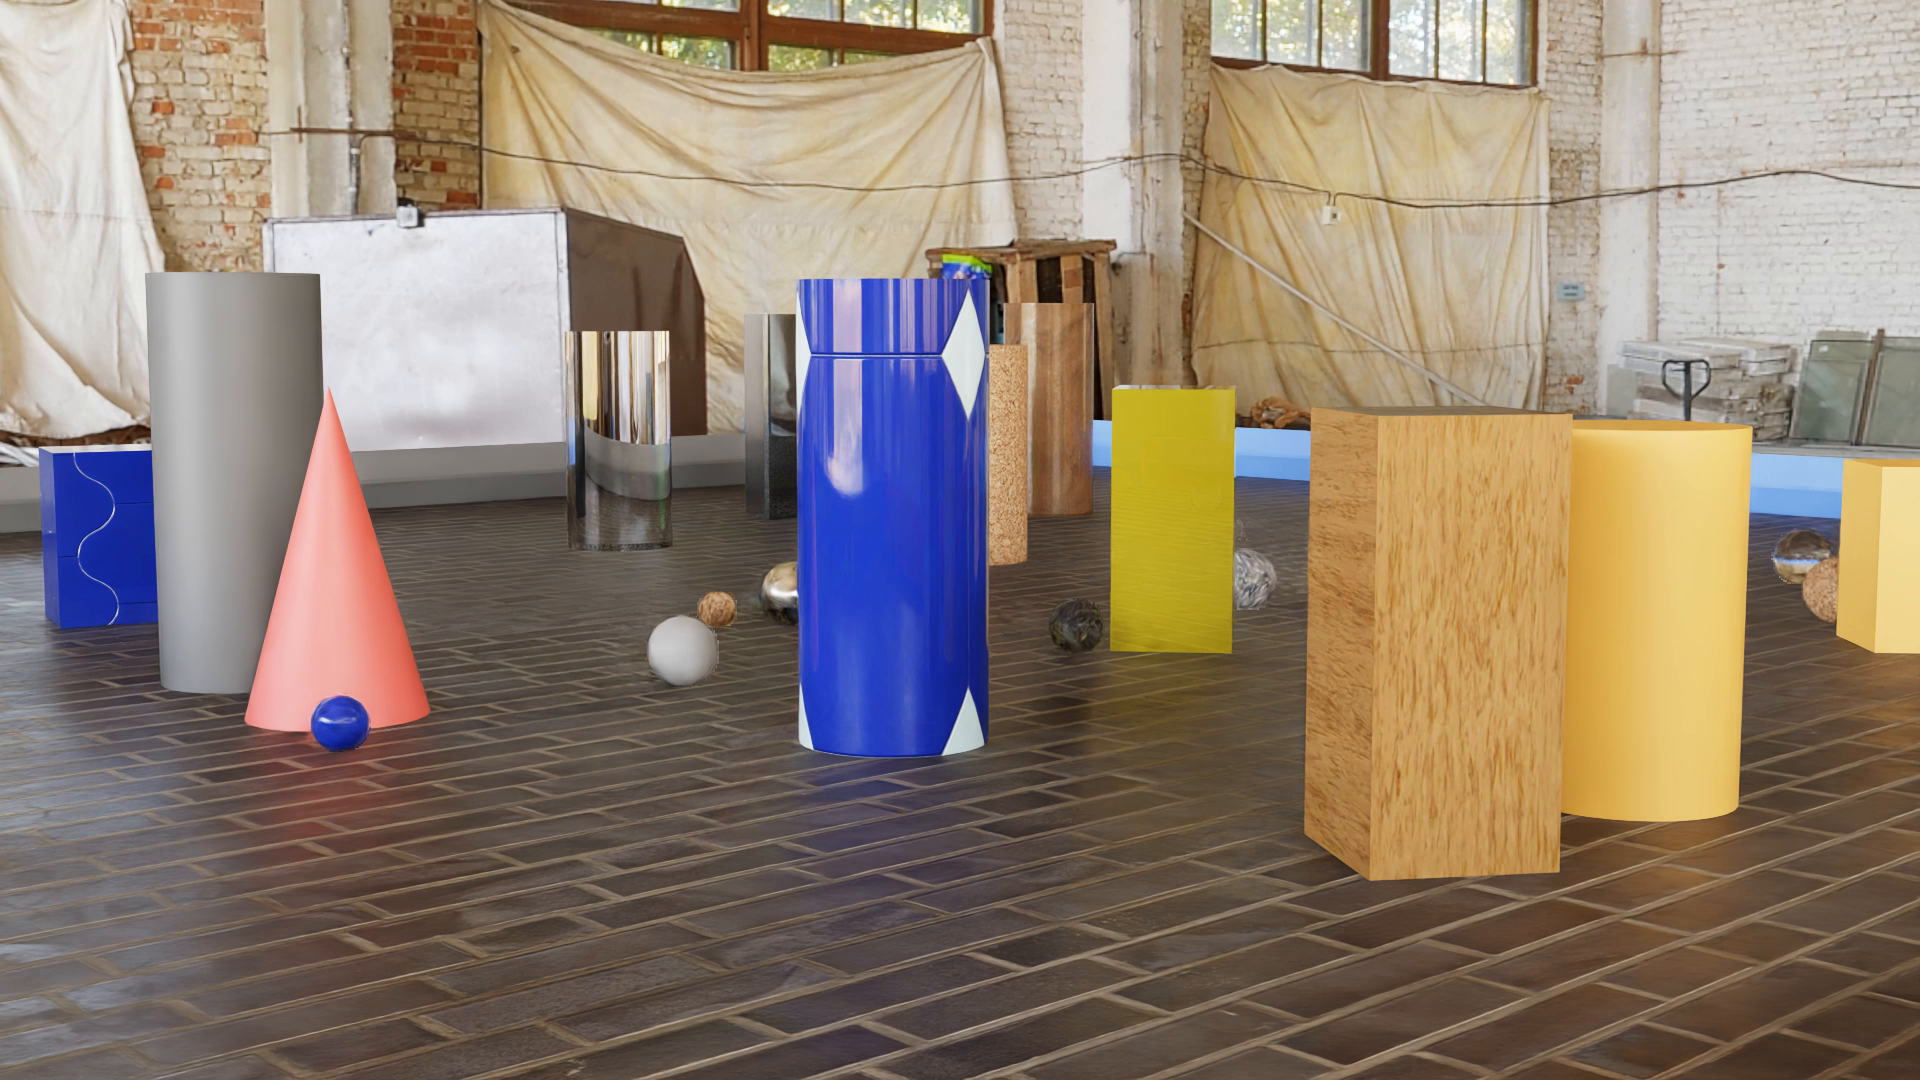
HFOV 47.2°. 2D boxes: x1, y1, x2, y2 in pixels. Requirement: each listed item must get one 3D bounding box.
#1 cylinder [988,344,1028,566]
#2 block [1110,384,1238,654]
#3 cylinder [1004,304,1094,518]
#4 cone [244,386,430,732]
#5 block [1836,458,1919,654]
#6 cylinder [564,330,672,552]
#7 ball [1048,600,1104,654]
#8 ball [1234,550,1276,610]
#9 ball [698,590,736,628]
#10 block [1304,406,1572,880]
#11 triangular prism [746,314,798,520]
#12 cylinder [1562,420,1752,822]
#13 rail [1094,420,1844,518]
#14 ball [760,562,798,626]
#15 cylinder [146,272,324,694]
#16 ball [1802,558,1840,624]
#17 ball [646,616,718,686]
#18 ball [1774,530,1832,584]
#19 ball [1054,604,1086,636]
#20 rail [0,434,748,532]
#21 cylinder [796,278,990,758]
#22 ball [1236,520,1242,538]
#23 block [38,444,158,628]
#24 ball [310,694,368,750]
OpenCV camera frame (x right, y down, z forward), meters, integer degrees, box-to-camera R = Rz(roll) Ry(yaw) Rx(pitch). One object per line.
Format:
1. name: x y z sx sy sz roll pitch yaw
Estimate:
1. cylinder: 0.022 -0.156 3.930 0.198 0.383 0.198 0 6 0
2. block: 0.287 -0.032 2.936 0.158 0.343 0.158 1 6 8
3. cylinder: 0.194 -0.289 4.832 0.198 0.461 0.198 0 6 0
4. cone: -0.687 0.012 2.413 0.198 0.364 0.198 0 6 0
5. block: 1.280 0.019 2.932 0.158 0.243 0.158 0 6 5
6. cylinder: -0.645 -0.191 4.157 0.198 0.406 0.198 0 6 0
7. ball: 0.151 0.113 2.858 0.071 0.071 0.071 0 6 0
8. ball: 0.428 0.059 3.288 0.089 0.089 0.089 0 6 0
9. ball: -0.342 0.097 3.102 0.052 0.052 0.052 0 6 0
10. block: 0.385 0.076 1.795 0.158 0.364 0.158 -1 6 -10
11. triangular prism: -0.412 -0.271 4.773 0.149 0.437 0.172 5 8 40
12. cylinder: 0.611 0.066 2.003 0.198 0.342 0.198 0 6 0
13. rail: 1.699 -0.129 4.891 0.045 0.129 4.209 -5 8 -42
14. ball: -0.236 0.076 3.109 0.092 0.092 0.092 0 6 0
15. cylinder: -0.863 -0.074 2.638 0.198 0.488 0.198 0 6 0
16. ball: 1.252 0.072 3.137 0.095 0.095 0.095 0 6 0
17. ball: -0.330 0.132 2.612 0.084 0.084 0.084 0 6 0
18. ball: 1.374 0.028 3.586 0.089 0.089 0.089 0 6 0
19. ball: 0.152 0.110 3.015 0.045 0.045 0.045 0 6 0
20. rail: -1.411 -0.125 4.853 4.671 0.129 0.045 -5 8 -42
21. cylinder: -0.069 -0.029 2.269 0.198 0.476 0.198 0 6 0
22. ball: 0.527 -0.021 4.278 0.043 0.043 0.043 0 6 0
23. block: -1.236 -0.010 3.189 0.158 0.247 0.158 -3 7 -29
24. ball: -0.630 0.185 2.234 0.057 0.057 0.057 0 6 0
